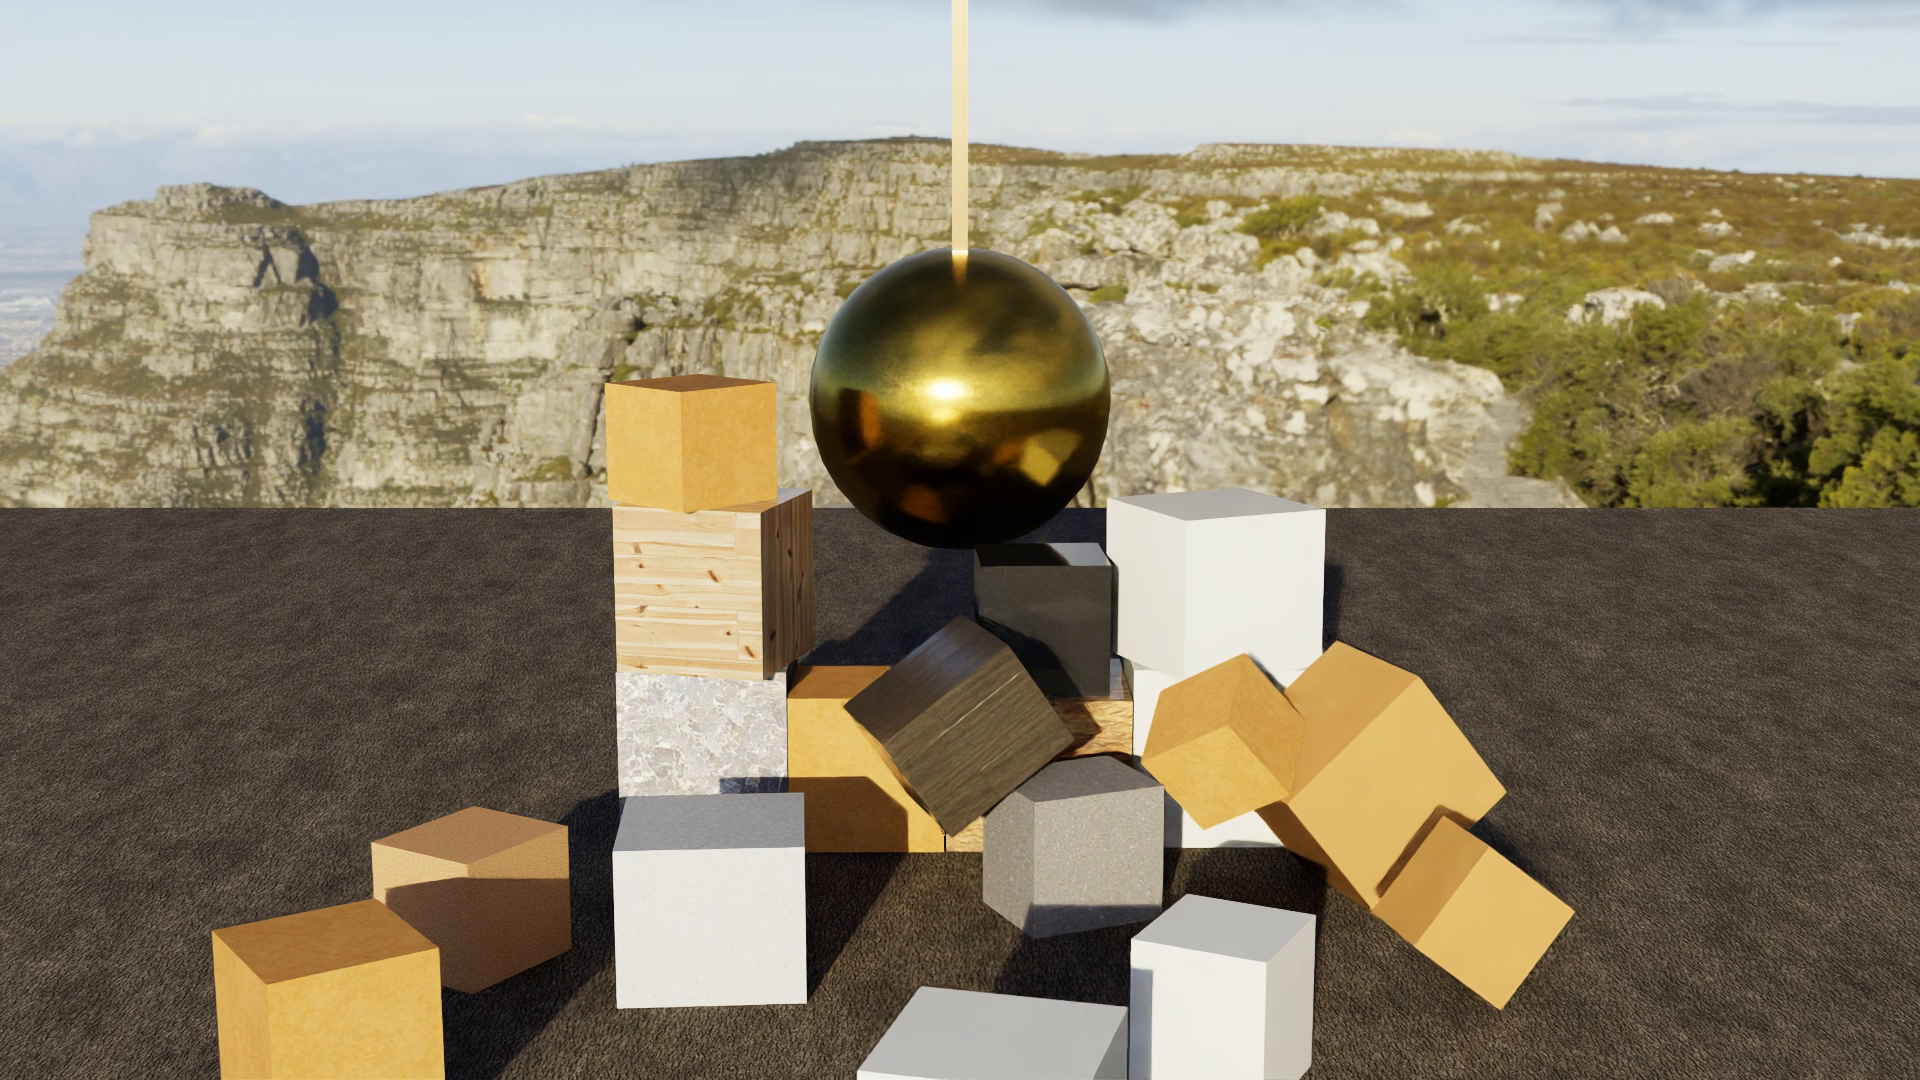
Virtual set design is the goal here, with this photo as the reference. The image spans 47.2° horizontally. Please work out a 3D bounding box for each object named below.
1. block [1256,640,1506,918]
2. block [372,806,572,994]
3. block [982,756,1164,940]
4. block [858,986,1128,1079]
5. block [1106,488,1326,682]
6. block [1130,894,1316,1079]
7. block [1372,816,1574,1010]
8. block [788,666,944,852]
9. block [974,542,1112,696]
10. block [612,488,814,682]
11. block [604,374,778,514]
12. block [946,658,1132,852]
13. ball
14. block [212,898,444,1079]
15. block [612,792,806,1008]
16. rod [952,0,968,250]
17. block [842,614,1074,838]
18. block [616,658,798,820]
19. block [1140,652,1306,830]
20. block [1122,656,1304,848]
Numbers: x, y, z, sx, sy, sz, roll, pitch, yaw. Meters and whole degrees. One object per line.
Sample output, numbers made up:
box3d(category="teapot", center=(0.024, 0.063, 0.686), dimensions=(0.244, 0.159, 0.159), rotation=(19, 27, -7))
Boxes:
box3d(category="block", center=(1.868, 1.107, 10.337), dimensions=(0.838, 0.765, 0.766), rotation=(-43, 20, -8))
box3d(category="block", center=(-2.105, 1.542, 9.510), dimensions=(0.555, 0.563, 0.612), rotation=(6, 12, 31))
box3d(category="block", center=(0.516, 1.399, 10.108), dimensions=(0.652, 0.631, 0.542), rotation=(-5, 11, -24))
box3d(category="block", center=(0.119, 1.923, 7.061), dimensions=(0.711, 0.689, 0.710), rotation=(3, 11, 15))
box3d(category="block", center=(1.277, 0.207, 11.095), dimensions=(0.794, 0.793, 0.786), rotation=(-5, 11, -25))
box3d(category="block", center=(0.991, 1.744, 8.275), dimensions=(0.523, 0.607, 0.558), rotation=(5, 12, 27))
box3d(category="block", center=(2.120, 1.538, 9.113), dimensions=(0.475, 0.504, 0.486), rotation=(37, 0, -12))
box3d(category="block", center=(-0.468, 1.110, 11.255), dimensions=(0.771, 0.790, 0.691), rotation=(0, 10, 0))
box3d(category="block", center=(0.410, 0.398, 11.182), dimensions=(0.643, 0.663, 0.619), rotation=(0, 10, -3))
box3d(category="block", center=(-1.231, 0.196, 11.119), dimensions=(0.769, 0.833, 0.769), rotation=(3, 11, 15))
box3d(category="block", center=(-1.336, -0.492, 10.944), dimensions=(0.591, 0.583, 0.602), rotation=(10, 14, 43))
box3d(category="block", center=(0.391, 1.096, 11.365), dimensions=(0.922, 0.776, 0.896), rotation=(0, 10, 0))
box3d(category="ball", center=(0.000, -0.745, 11.634), dimensions=(1.600, 1.600, 1.600), rotation=(0, 10, 0))
box3d(category="block", center=(-2.275, 1.766, 7.930), dimensions=(0.610, 0.687, 0.632), rotation=(-7, 12, -34))
box3d(category="block", center=(-1.046, 1.516, 9.354), dimensions=(0.774, 0.670, 0.767), rotation=(-1, 10, -4))
box3d(category="rod", center=(0.000, -4.016, 10.705), dimensions=(0.080, 5.200, 0.080), rotation=(0, 16, 0))
box3d(category="block", center=(-0.016, 0.836, 10.058), dimensions=(0.709, 0.561, 0.684), rotation=(-38, 19, -8))
box3d(category="block", center=(-1.285, 1.033, 11.361), dimensions=(0.844, 0.902, 0.765), rotation=(0, 10, 0))
box3d(category="block", center=(1.208, 0.923, 10.067), dimensions=(0.492, 0.475, 0.494), rotation=(-28, 25, 34))
box3d(category="block", center=(1.284, 1.027, 11.357), dimensions=(0.846, 0.915, 0.772), rotation=(0, 10, 0))
